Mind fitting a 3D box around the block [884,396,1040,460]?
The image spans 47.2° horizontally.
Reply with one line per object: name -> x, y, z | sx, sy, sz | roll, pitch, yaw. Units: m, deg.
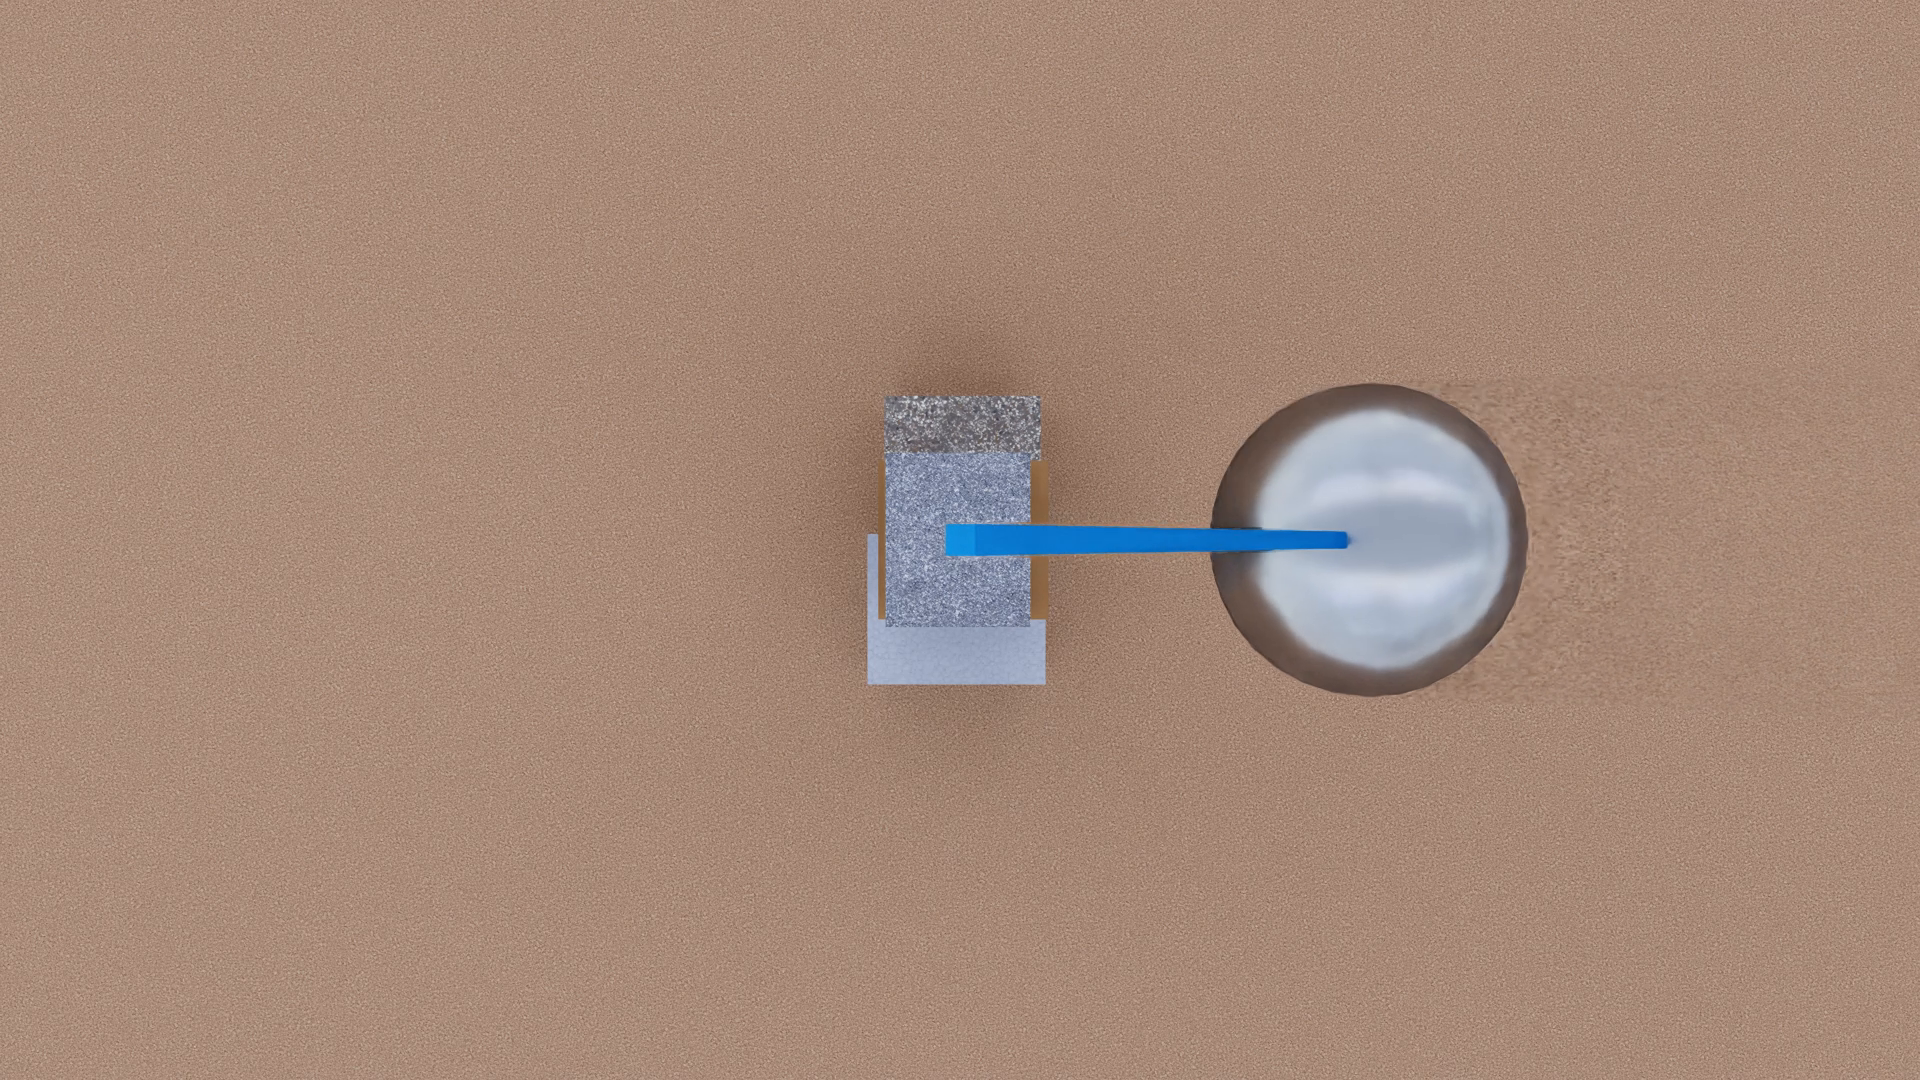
block -> 0.014, -0.422, 12.595 | 0.866, 0.811, 0.755 | 0, 90, 0

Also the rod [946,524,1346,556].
rod -> 0.899, 0.000, 8.020 | 0.080, 5.200, 0.080 | 0, 90, 20

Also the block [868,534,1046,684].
block -> -0.020, 0.383, 12.590 | 0.986, 0.820, 0.833 | 0, 90, 0

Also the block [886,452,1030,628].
block -> -0.009, 0.000, 10.986 | 0.701, 0.706, 0.844 | 0, 90, 0

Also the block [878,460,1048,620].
block -> 0.018, 0.000, 11.760 | 0.879, 0.841, 0.819 | 0, 90, 0

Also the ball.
ball -> 2.074, 0.000, 11.210 | 1.600, 1.600, 1.600 | 0, 90, 0
